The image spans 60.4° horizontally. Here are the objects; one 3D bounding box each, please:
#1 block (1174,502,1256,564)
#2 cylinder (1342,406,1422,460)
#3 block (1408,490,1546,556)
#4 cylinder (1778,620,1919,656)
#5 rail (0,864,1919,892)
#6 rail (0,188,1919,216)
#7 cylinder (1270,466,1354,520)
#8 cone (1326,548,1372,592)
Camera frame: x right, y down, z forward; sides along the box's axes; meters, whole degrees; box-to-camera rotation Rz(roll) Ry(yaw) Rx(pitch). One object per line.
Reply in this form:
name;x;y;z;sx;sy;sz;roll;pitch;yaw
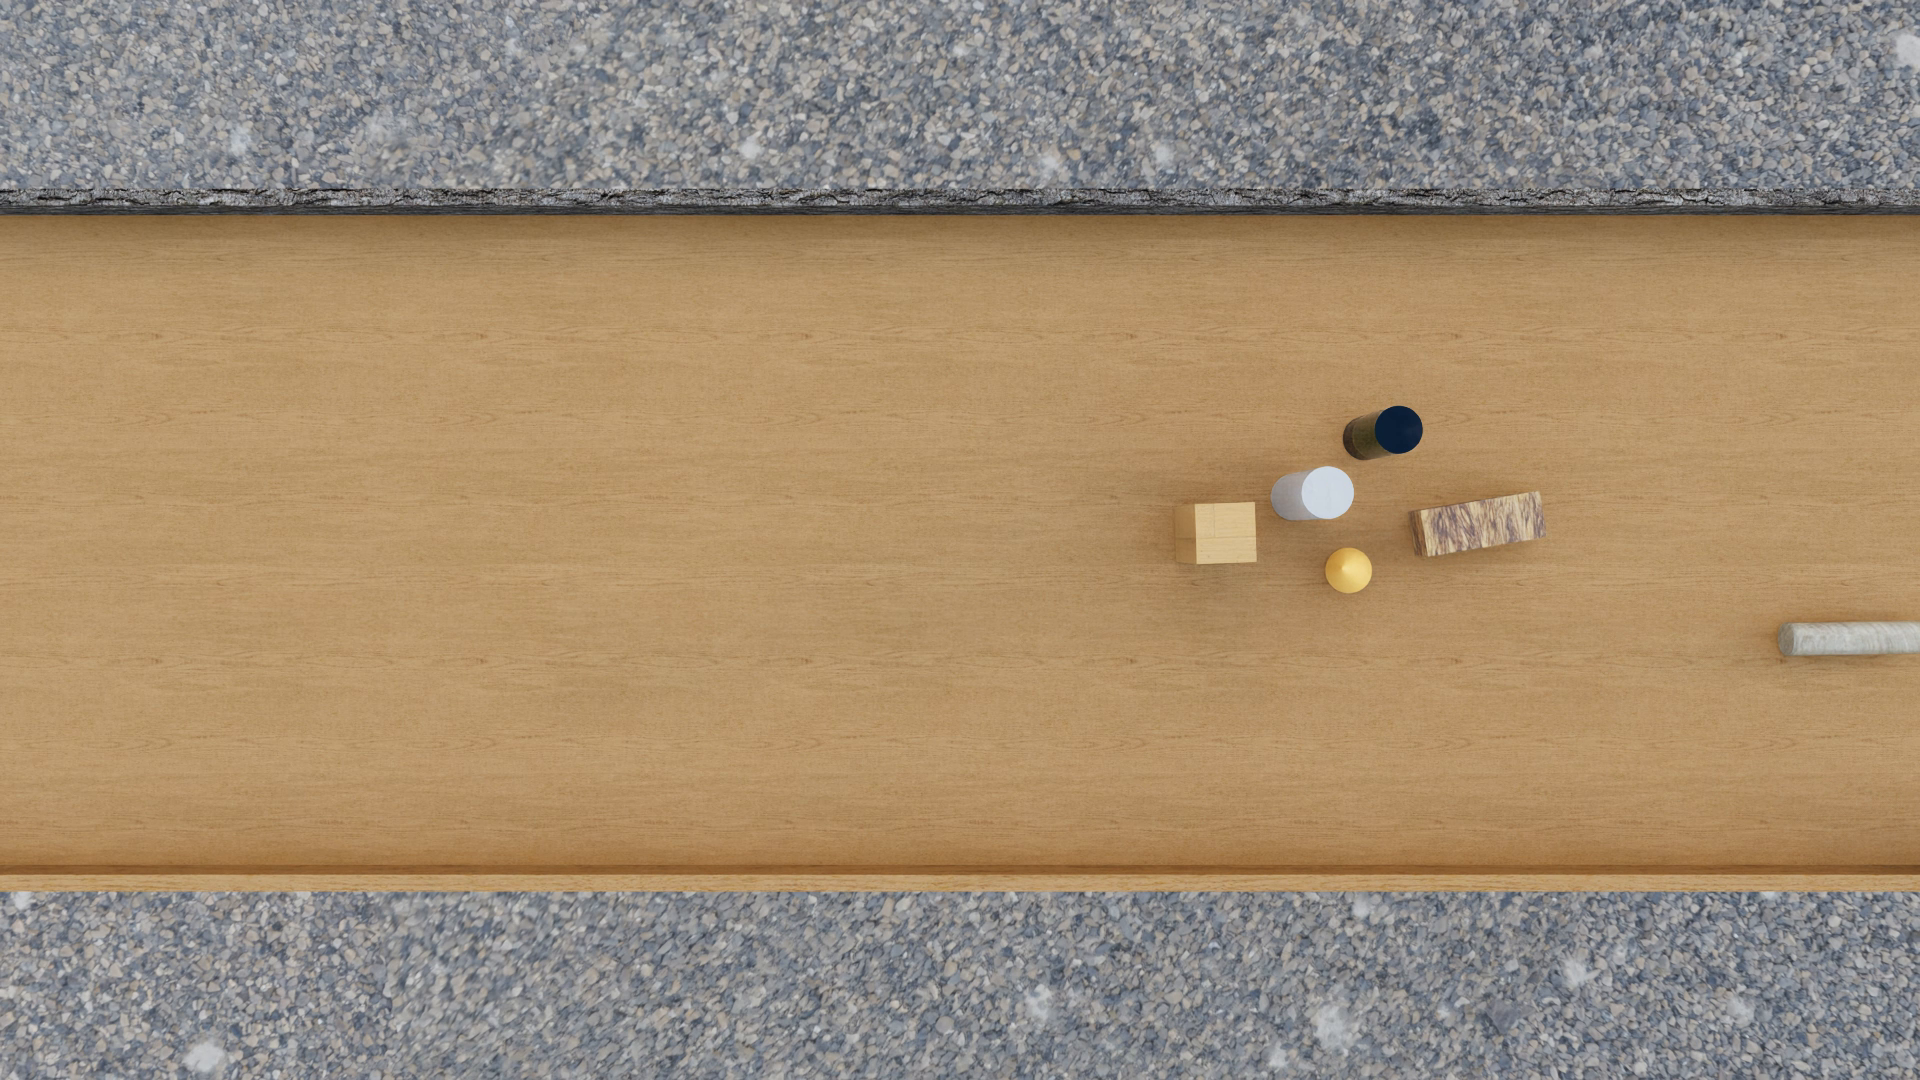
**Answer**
block;0.746;-0.019;4.853;0.168;0.448;0.168;-2;90;0
cylinder;1.246;-0.313;4.880;0.137;0.393;0.137;0;90;0
block;1.568;-0.049;5.007;0.361;0.139;0.139;-9;90;0
cylinder;2.719;0.299;5.026;0.404;0.101;0.101;-1;90;0
rail;-2.247;1.025;5.001;12.000;0.150;0.050;0;90;0
rail;-2.247;-1.025;5.002;12.000;0.150;0.050;0;90;0
cylinder;1.029;-0.132;4.847;0.147;0.460;0.147;0;90;0
cone;1.139;0.087;4.874;0.139;0.382;0.139;-1;88;16
